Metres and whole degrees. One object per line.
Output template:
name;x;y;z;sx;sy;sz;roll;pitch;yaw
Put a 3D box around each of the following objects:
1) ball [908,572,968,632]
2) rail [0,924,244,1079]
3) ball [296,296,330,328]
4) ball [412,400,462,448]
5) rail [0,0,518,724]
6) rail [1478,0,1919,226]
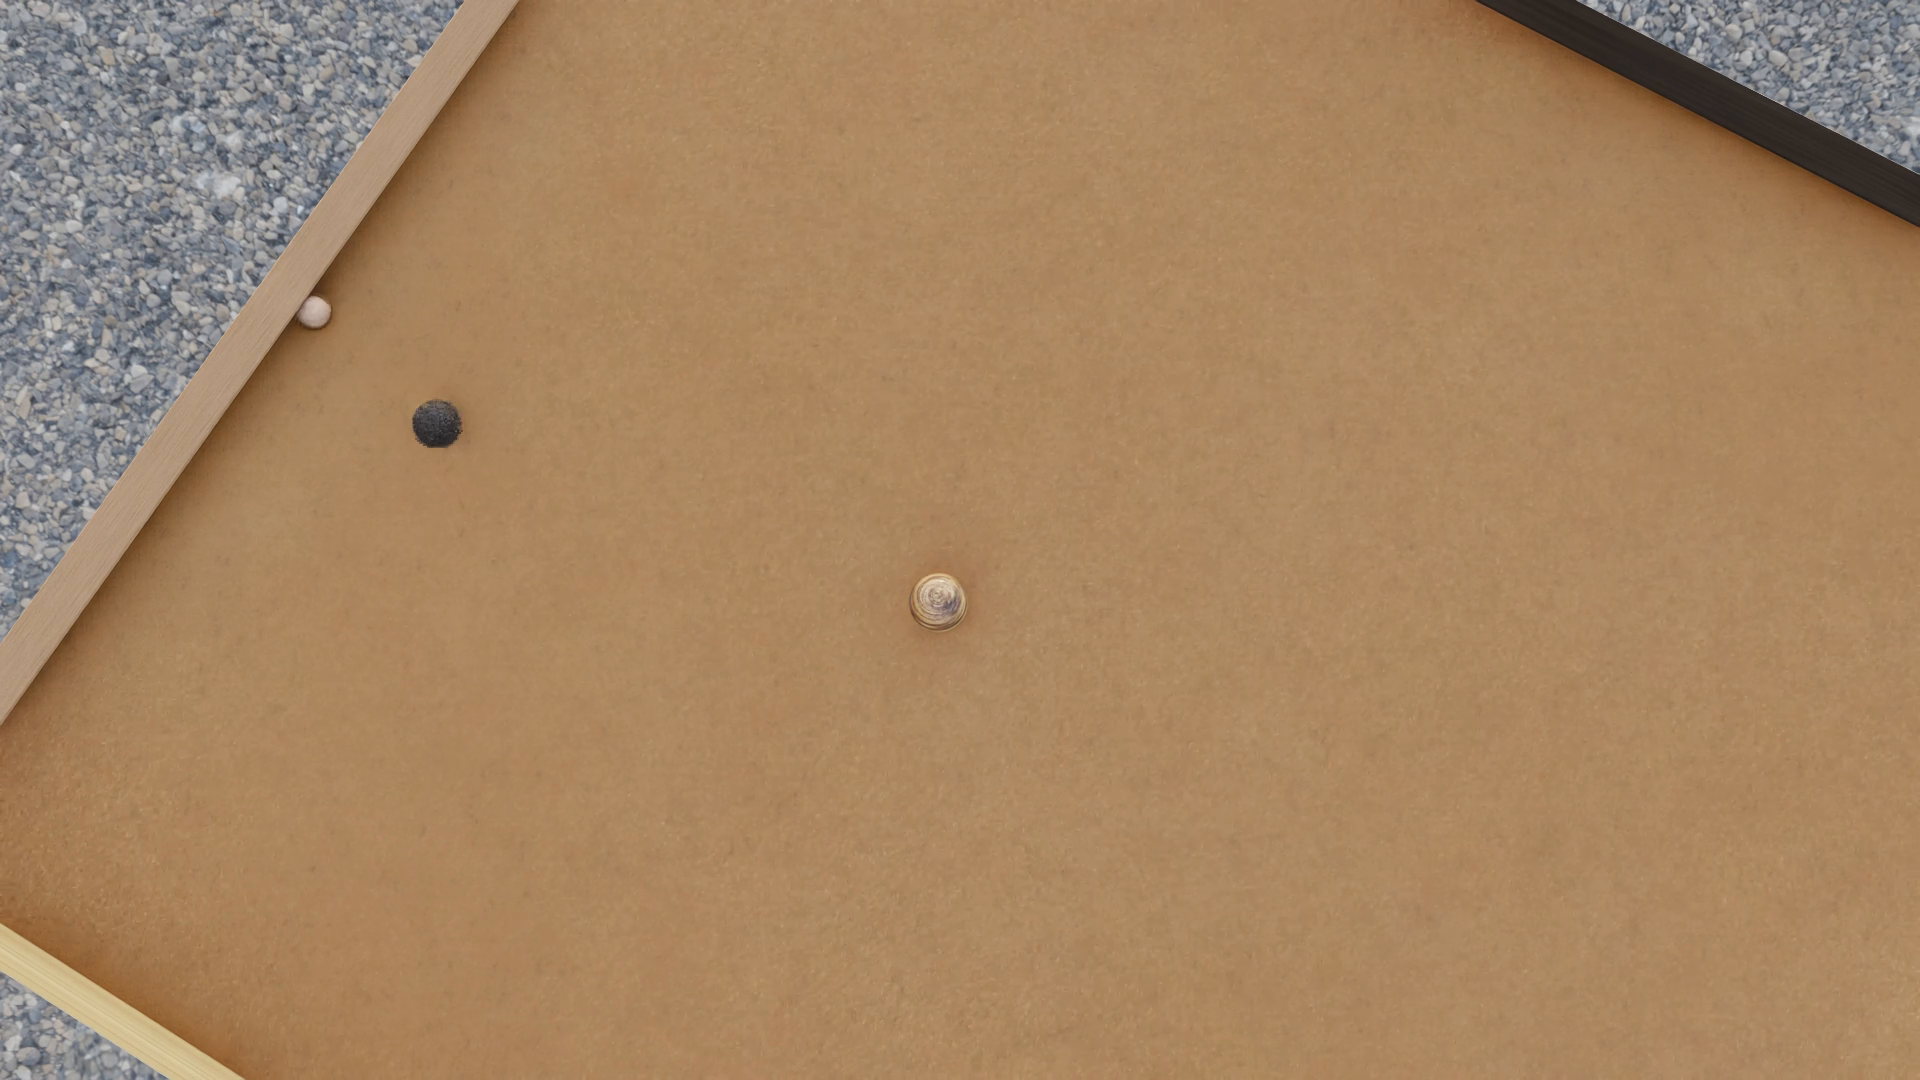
ball;-0.032;0.095;3.318;0.090;0.090;0.090;0;75;0
rail;0.345;1.561;2.899;4.490;0.117;0.045;30;77;8
ball;-1.019;-0.359;3.463;0.050;0.050;0.050;0;75;0
ball;-0.809;-0.181;3.402;0.074;0.074;0.074;0;75;0
rail;-0.947;-0.544;3.479;0.045;0.117;2.499;30;77;8
rail;1.589;-0.475;3.460;4.490;0.117;0.045;30;77;8
